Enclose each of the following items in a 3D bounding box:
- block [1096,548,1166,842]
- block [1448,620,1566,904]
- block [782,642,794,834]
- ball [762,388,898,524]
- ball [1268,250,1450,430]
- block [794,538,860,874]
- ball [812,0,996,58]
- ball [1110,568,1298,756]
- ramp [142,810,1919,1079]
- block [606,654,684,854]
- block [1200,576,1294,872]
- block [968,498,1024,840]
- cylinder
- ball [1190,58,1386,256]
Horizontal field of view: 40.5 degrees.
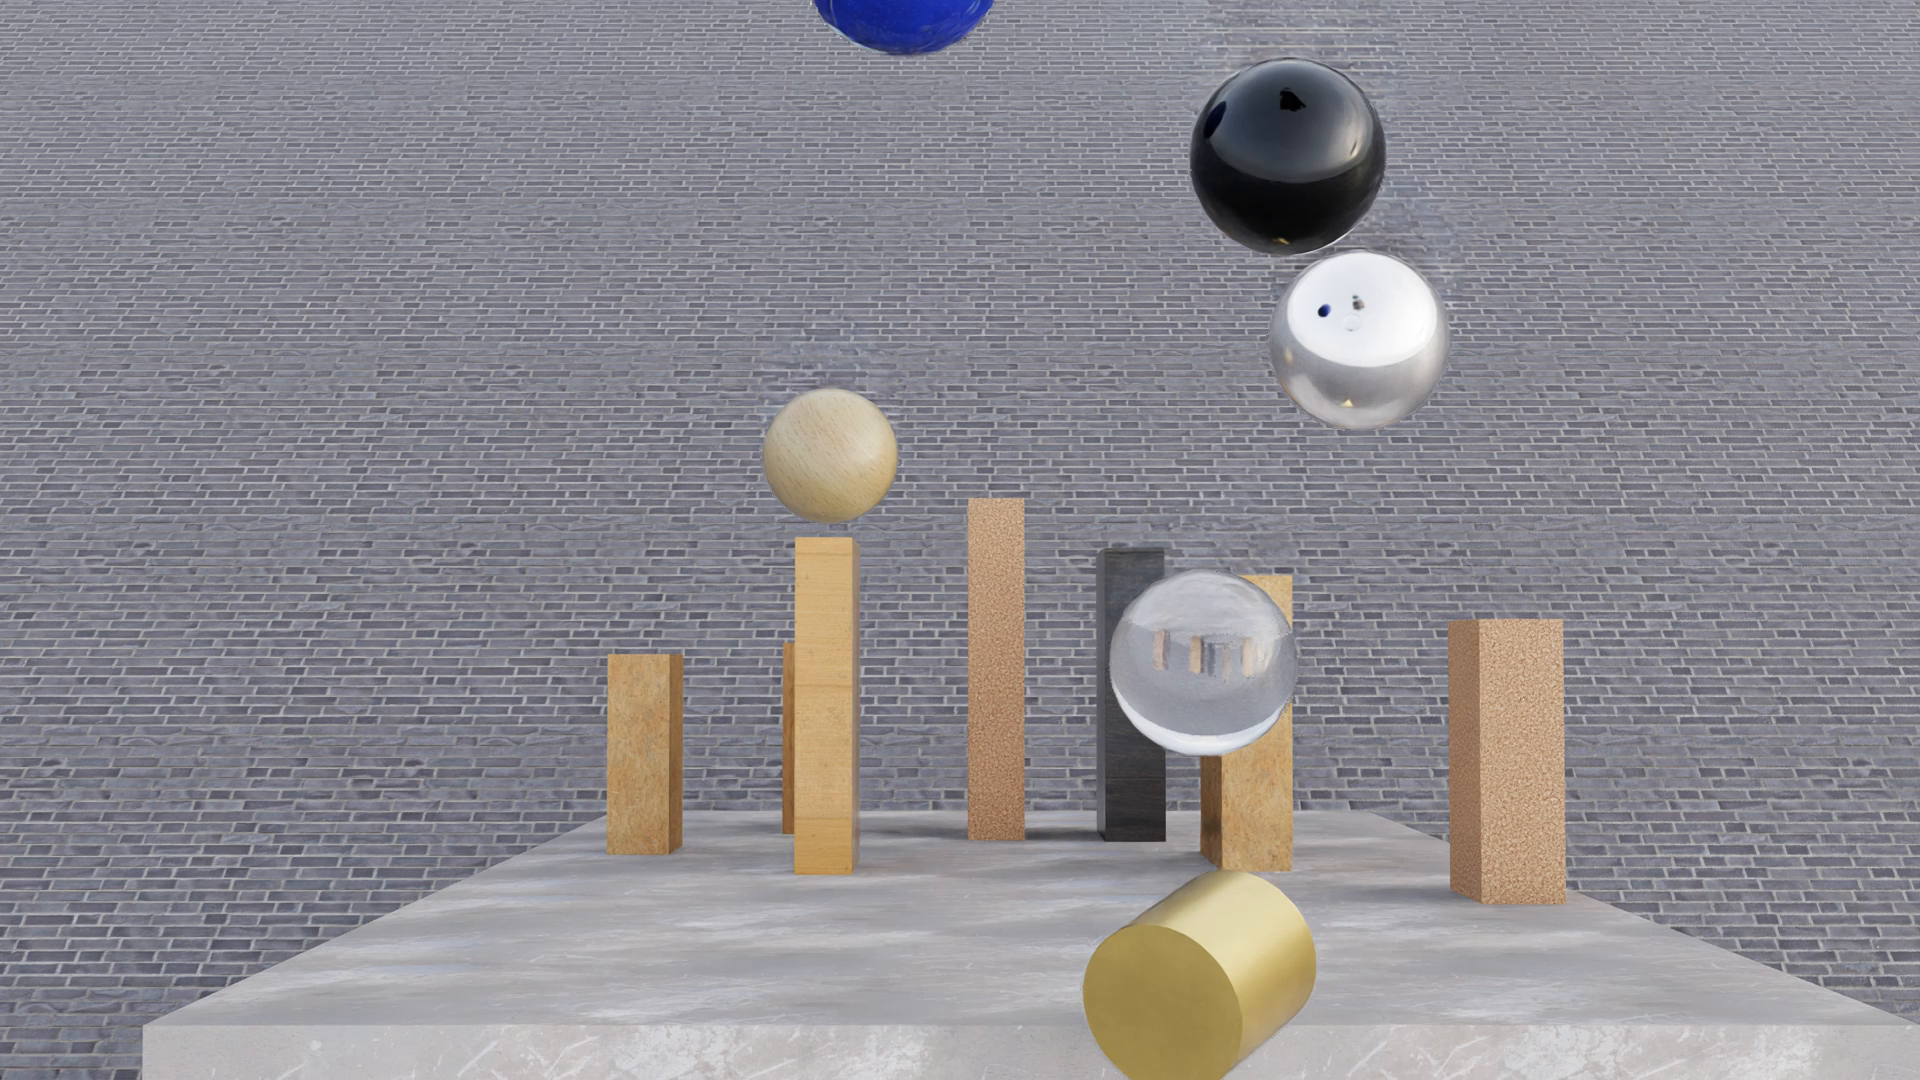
[{"bbox_3d":[0.391,0.353,5.982,0.135,0.654,0.364,0,-3,0],"label":"block"},{"bbox_3d":[0.942,0.376,4.494,0.141,0.476,0.280,0,-3,0],"label":"block"},{"bbox_3d":[-0.363,0.469,6.237,0.097,0.443,0.400,0,-3,0],"label":"block"},{"bbox_3d":[-0.150,-0.098,3.012,0.157,0.157,0.157,0,37,0],"label":"ball"},{"bbox_3d":[0.433,-0.217,2.819,0.195,0.195,0.195,0,37,0],"label":"ball"},{"bbox_3d":[-0.259,0.323,5.133,0.109,0.639,0.386,0,-3,0],"label":"block"},{"bbox_3d":[-0.054,-0.562,2.481,0.199,0.199,0.199,0,37,0],"label":"ball"},{"bbox_3d":[0.257,0.129,2.746,0.198,0.198,0.198,0,37,0],"label":"ball"},{"bbox_3d":[0.081,0.683,4.921,2.000,0.100,4.000,0,-3,0],"label":"ramp"},{"bbox_3d":[-0.671,0.453,5.558,0.129,0.417,0.269,0,-3,0],"label":"block"},{"bbox_3d":[0.571,0.362,5.219,0.136,0.567,0.441,0,-3,0],"label":"block"},{"bbox_3d":[0.082,0.299,6.059,0.126,0.768,0.423,0,-3,0],"label":"block"},{"bbox_3d":[0.261,0.476,2.819,0.189,0.189,0.189,22,23,26],"label":"cylinder"},{"bbox_3d":[0.298,-0.348,2.364,0.178,0.178,0.178,0,37,0],"label":"ball"}]
